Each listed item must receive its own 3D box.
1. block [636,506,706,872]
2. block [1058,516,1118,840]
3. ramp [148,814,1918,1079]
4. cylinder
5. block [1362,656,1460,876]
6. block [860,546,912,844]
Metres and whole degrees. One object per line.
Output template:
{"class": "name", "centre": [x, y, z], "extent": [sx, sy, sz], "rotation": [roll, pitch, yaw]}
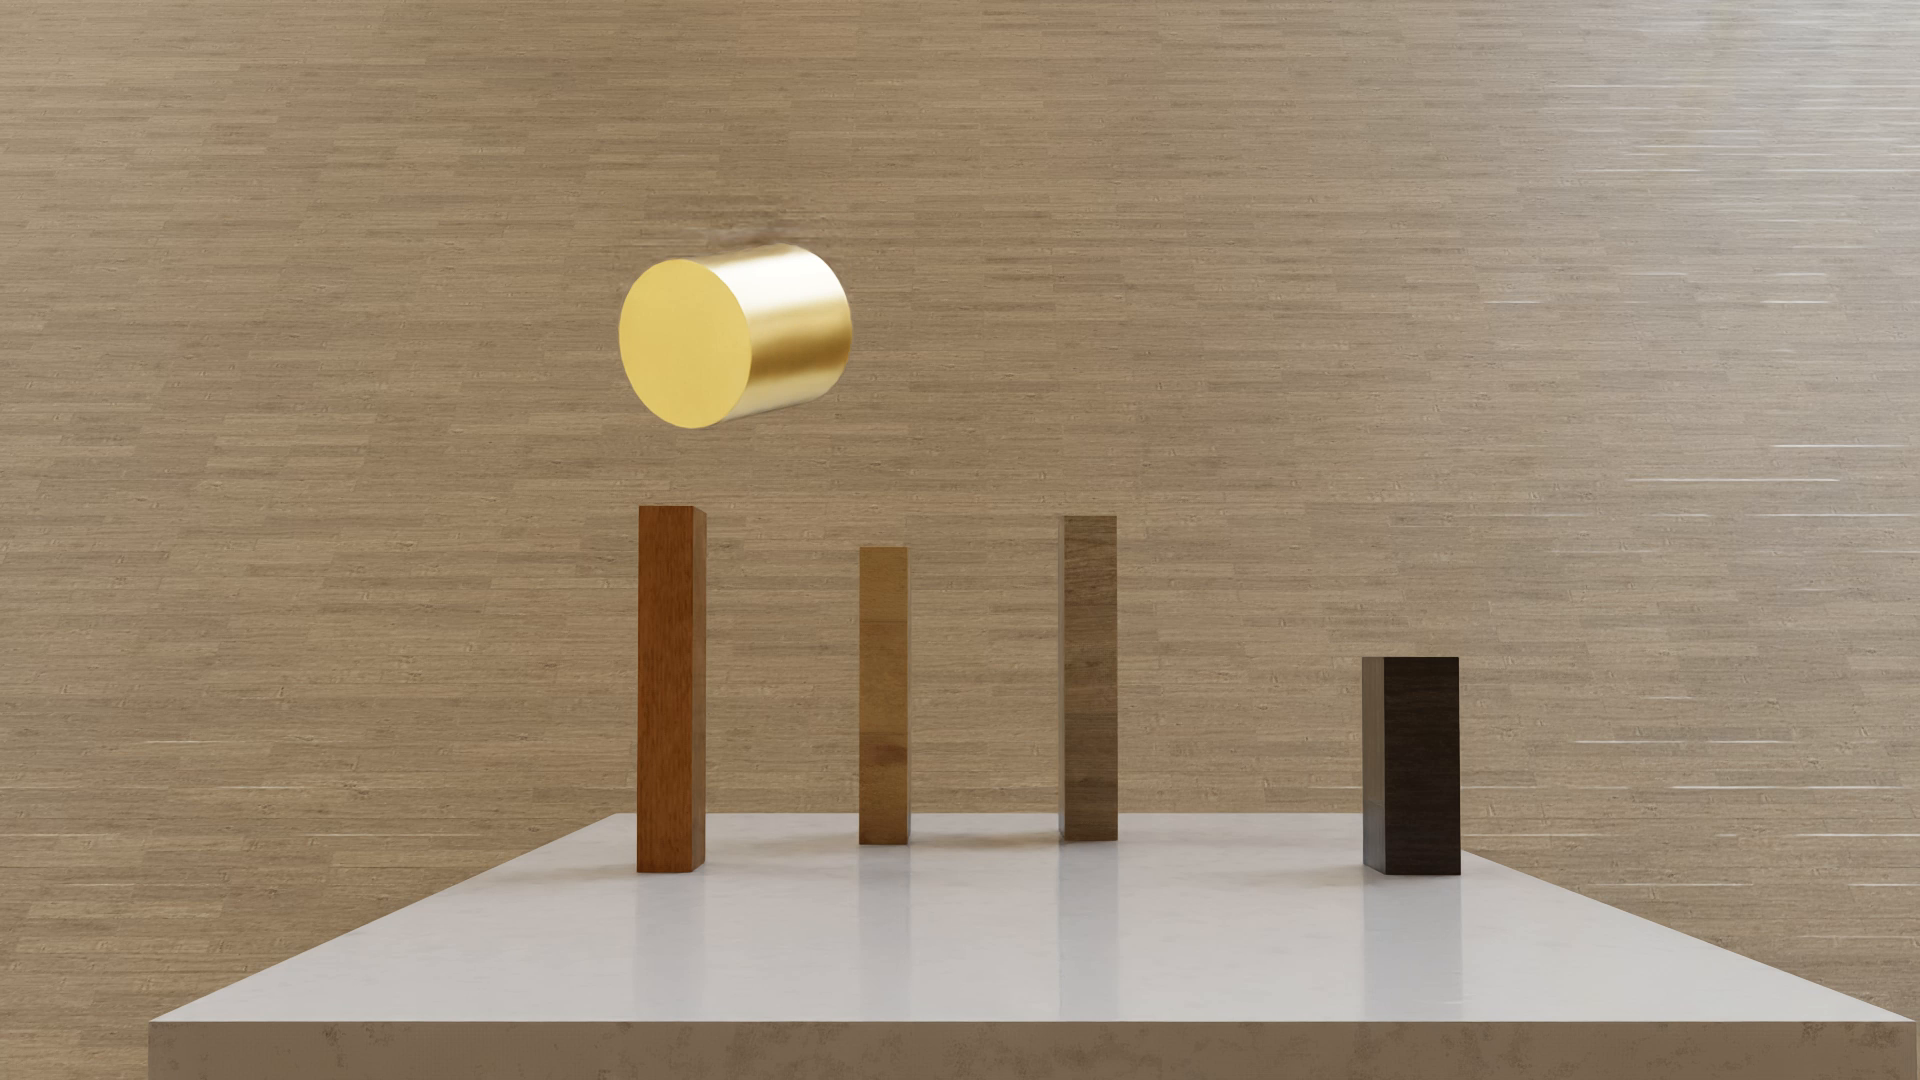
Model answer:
{"class": "block", "centre": [-0.570, 0.293, 5.161], "extent": [0.106, 0.707, 0.271], "rotation": [0, -3, 0]}
{"class": "block", "centre": [0.298, 0.322, 6.104], "extent": [0.120, 0.737, 0.390], "rotation": [0, -3, 0]}
{"class": "ramp", "centre": [0.082, 0.687, 4.939], "extent": [2.000, 0.100, 4.000], "rotation": [0, -3, 0]}
{"class": "cylinder", "centre": [-0.254, -0.235, 2.964], "extent": [0.189, 0.189, 0.189], "rotation": [24, 23, 28]}
{"class": "block", "centre": [0.881, 0.436, 5.094], "extent": [0.143, 0.415, 0.274], "rotation": [0, -3, 0]}
{"class": "block", "centre": [-0.170, 0.355, 5.996], "extent": [0.107, 0.661, 0.420], "rotation": [0, -3, 0]}
